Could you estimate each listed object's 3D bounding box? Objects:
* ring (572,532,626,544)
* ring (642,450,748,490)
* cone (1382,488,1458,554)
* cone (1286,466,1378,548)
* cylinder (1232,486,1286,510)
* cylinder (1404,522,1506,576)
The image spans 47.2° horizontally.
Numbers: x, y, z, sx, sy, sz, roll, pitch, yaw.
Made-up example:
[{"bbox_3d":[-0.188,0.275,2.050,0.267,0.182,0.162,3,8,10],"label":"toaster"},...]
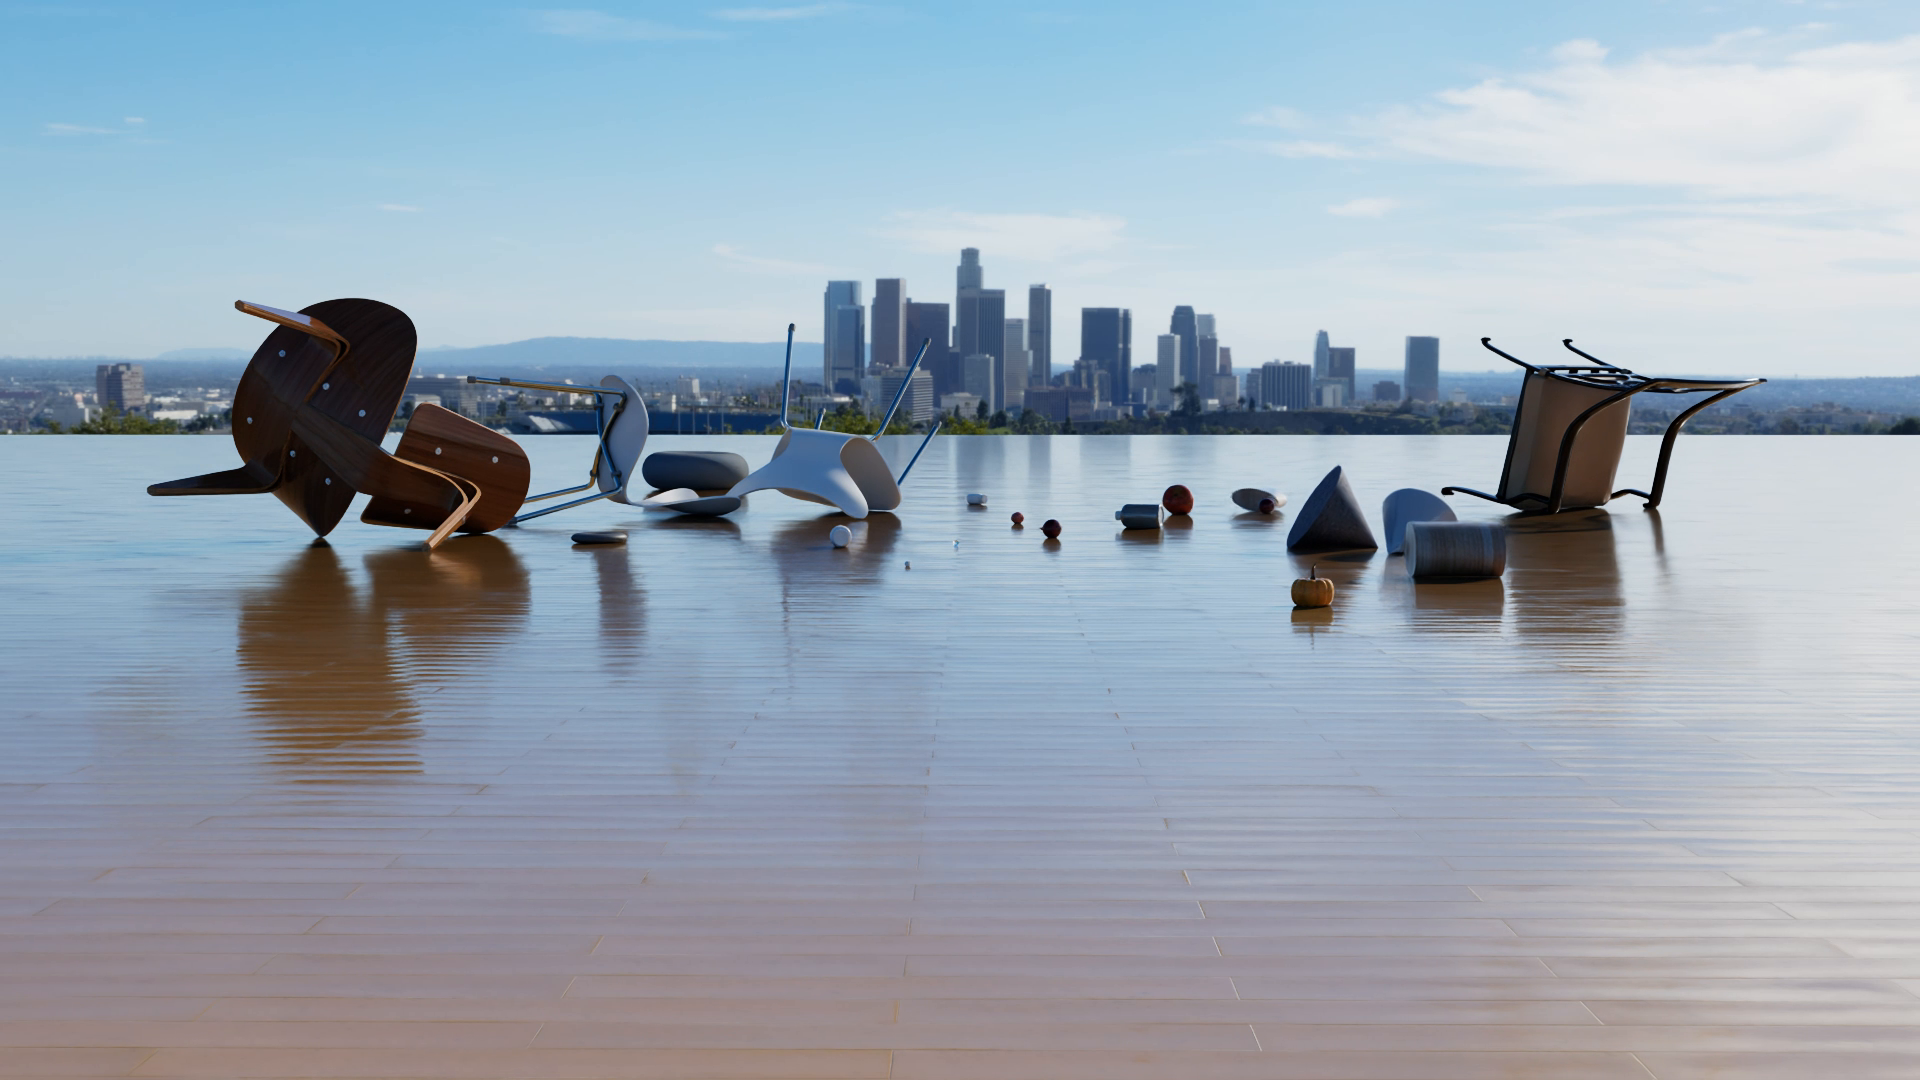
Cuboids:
[{"bbox_3d":[-1.057,-0.007,6.441,0.171,0.029,0.130,-3,5,-39],"label":"ring"},{"bbox_3d":[-1.192,-0.313,9.919,0.484,0.165,0.405,0,5,-20],"label":"ring"},{"bbox_3d":[1.214,-0.008,6.011,0.170,0.208,0.252,-42,20,-32],"label":"cone"},{"bbox_3d":[1.092,-0.036,6.221,0.219,0.273,0.314,32,2,-2],"label":"cone"},{"bbox_3d":[1.113,-0.154,8.174,0.176,0.083,0.151,9,7,21],"label":"cylinder"},{"bbox_3d":[1.186,0.022,5.278,0.211,0.129,0.168,0,17,1],"label":"cylinder"}]
